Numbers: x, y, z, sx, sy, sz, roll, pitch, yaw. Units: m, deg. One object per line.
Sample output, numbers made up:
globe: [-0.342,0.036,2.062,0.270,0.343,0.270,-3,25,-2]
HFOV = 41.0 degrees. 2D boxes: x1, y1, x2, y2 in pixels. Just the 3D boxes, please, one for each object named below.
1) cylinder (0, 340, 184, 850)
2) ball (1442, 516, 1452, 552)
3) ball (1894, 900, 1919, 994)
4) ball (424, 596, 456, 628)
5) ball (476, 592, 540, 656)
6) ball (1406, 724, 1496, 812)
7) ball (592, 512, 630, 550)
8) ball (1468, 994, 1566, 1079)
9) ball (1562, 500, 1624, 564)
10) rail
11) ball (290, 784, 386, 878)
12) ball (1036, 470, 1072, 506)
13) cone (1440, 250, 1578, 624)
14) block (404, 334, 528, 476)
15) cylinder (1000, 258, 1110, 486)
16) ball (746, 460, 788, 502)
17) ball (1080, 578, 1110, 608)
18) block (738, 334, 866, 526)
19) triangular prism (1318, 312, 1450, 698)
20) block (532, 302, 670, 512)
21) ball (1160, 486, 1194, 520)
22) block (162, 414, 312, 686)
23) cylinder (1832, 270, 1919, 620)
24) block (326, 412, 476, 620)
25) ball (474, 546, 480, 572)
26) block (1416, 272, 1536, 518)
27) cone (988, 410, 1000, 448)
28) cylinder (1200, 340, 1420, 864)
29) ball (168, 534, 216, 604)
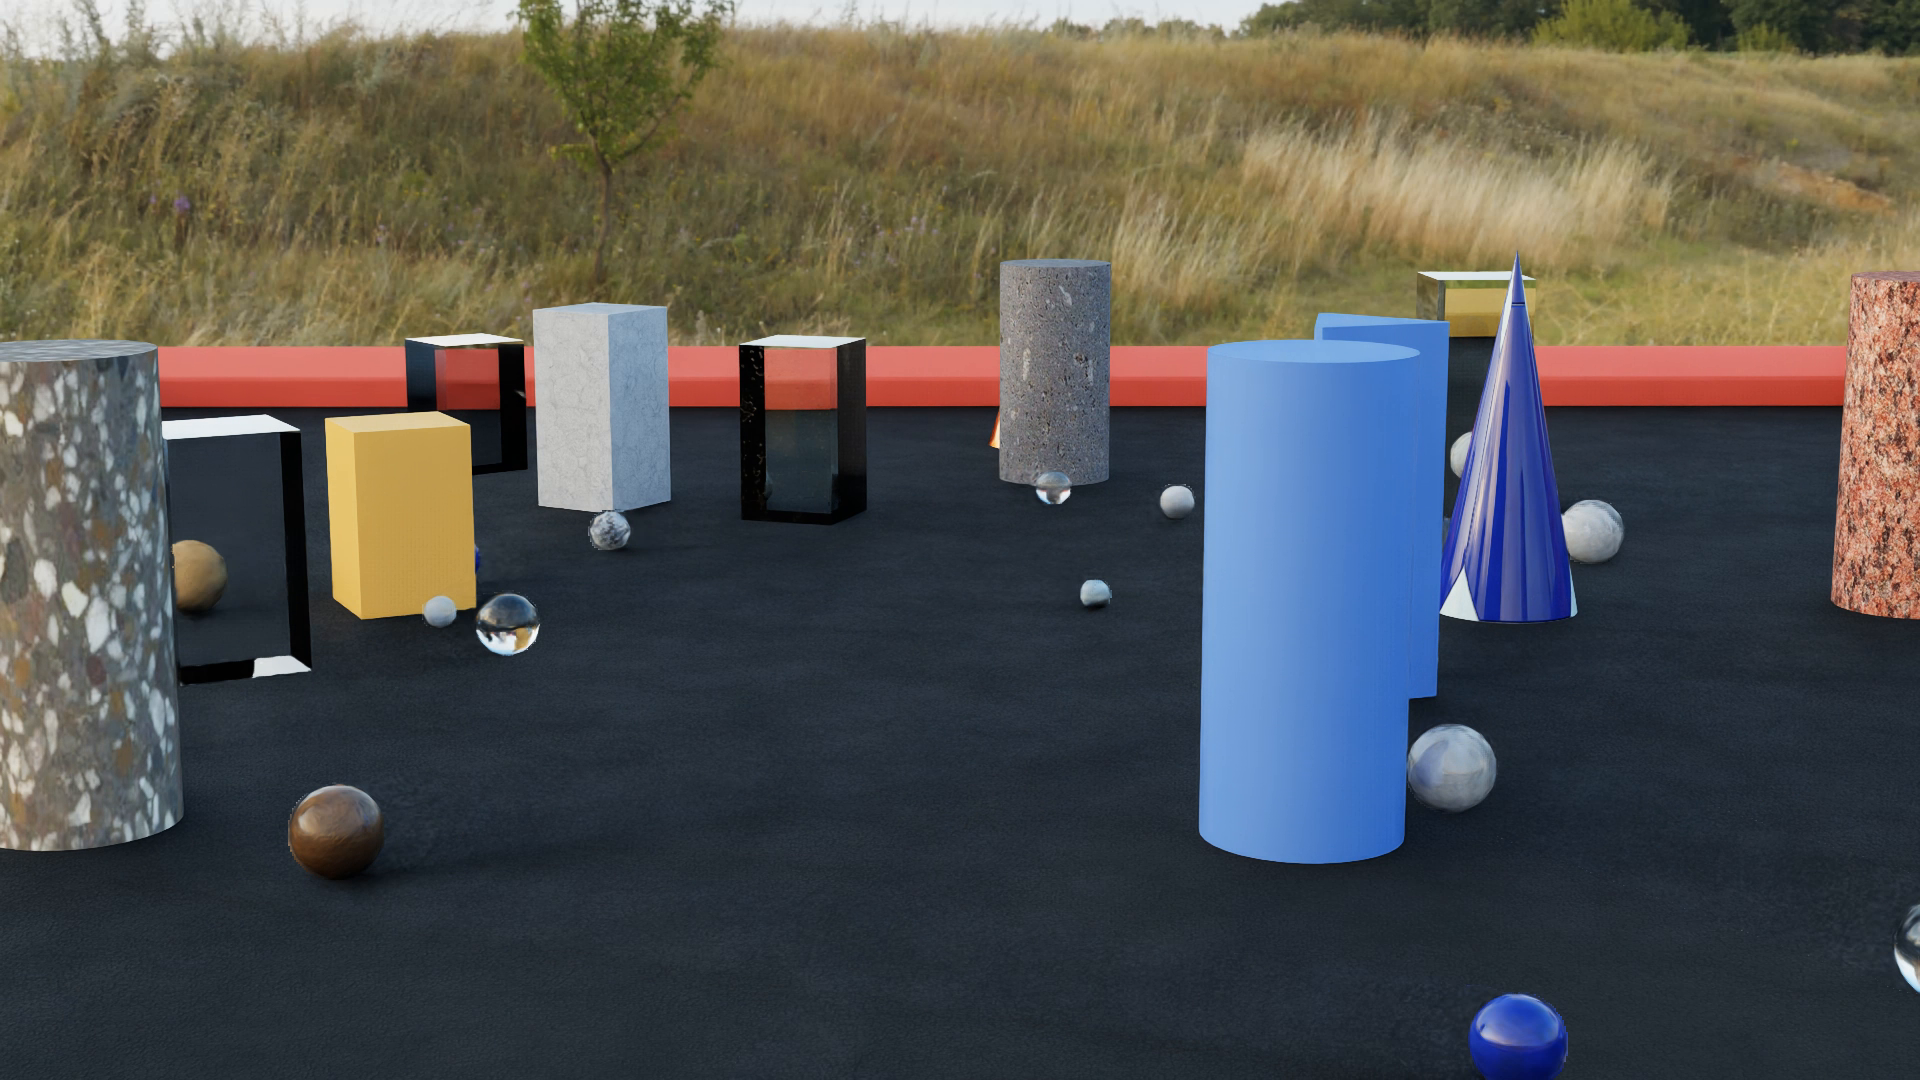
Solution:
cylinder: [-0.859,0.047,2.461,0.196,0.461,0.196,0,11,0]
ball: [0.700,0.009,3.702,0.084,0.084,0.084,0,11,0]
ball: [0.779,0.320,2.010,0.089,0.089,0.089,0,11,0]
ball: [-0.681,0.094,3.360,0.042,0.042,0.042,0,11,0]
ball: [-0.564,0.105,3.200,0.078,0.078,0.078,0,11,0]
ball: [0.485,0.225,2.530,0.087,0.087,0.087,0,11,0]
ball: [-0.530,-0.014,3.893,0.059,0.059,0.059,0,11,0]
ball: [0.401,0.361,1.844,0.069,0.069,0.069,0,11,0]
ball: [0.933,-0.013,3.791,0.094,0.094,0.094,0,11,0]
rail: [-0.012,-0.349,5.507,3.926,0.127,0.045,0,11,0]
ball: [-0.564,0.264,2.326,0.084,0.084,0.084,0,11,0]
ball: [0.157,-0.088,4.293,0.059,0.059,0.059,0,11,0]
cone: [0.737,-0.146,3.438,0.196,0.486,0.196,0,11,0]
block: [-0.898,-0.247,4.667,0.157,0.236,0.157,-8,13,-38]
cylinder: [0.168,-0.300,4.552,0.196,0.382,0.196,0,11,0]
ball: [-0.327,-0.101,4.331,0.071,0.071,0.071,0,11,0]
ball: [0.183,0.073,3.477,0.040,0.040,0.040,0,11,0]
block: [-0.254,-0.182,4.177,0.157,0.285,0.157,4,11,19]
triangular prism: [0.454,-0.041,3.001,0.170,0.437,0.147,-4,11,-20]
block: [-0.597,-0.223,4.287,0.157,0.327,0.157,6,12,30]
ball: [0.352,-0.061,4.159,0.055,0.055,0.055,0,11,0]
block: [-0.896,0.008,3.125,0.157,0.295,0.157,-6,12,-29]
cylinder: [1.293,-0.132,3.465,0.196,0.447,0.196,0,11,0]
block: [-0.761,-0.037,3.492,0.157,0.251,0.157,-5,12,-27]
ball: [-0.709,0.028,3.634,0.058,0.058,0.058,0,11,0]
block: [0.836,-0.237,4.193,0.157,0.389,0.157,0,11,-2]
cone: [0.152,-0.337,4.965,0.196,0.304,0.196,0,11,0]
cylinder: [0.328,0.053,2.423,0.196,0.464,0.196,0,11,0]
ball: [-1.064,0.040,3.498,0.098,0.098,0.098,0,11,0]
